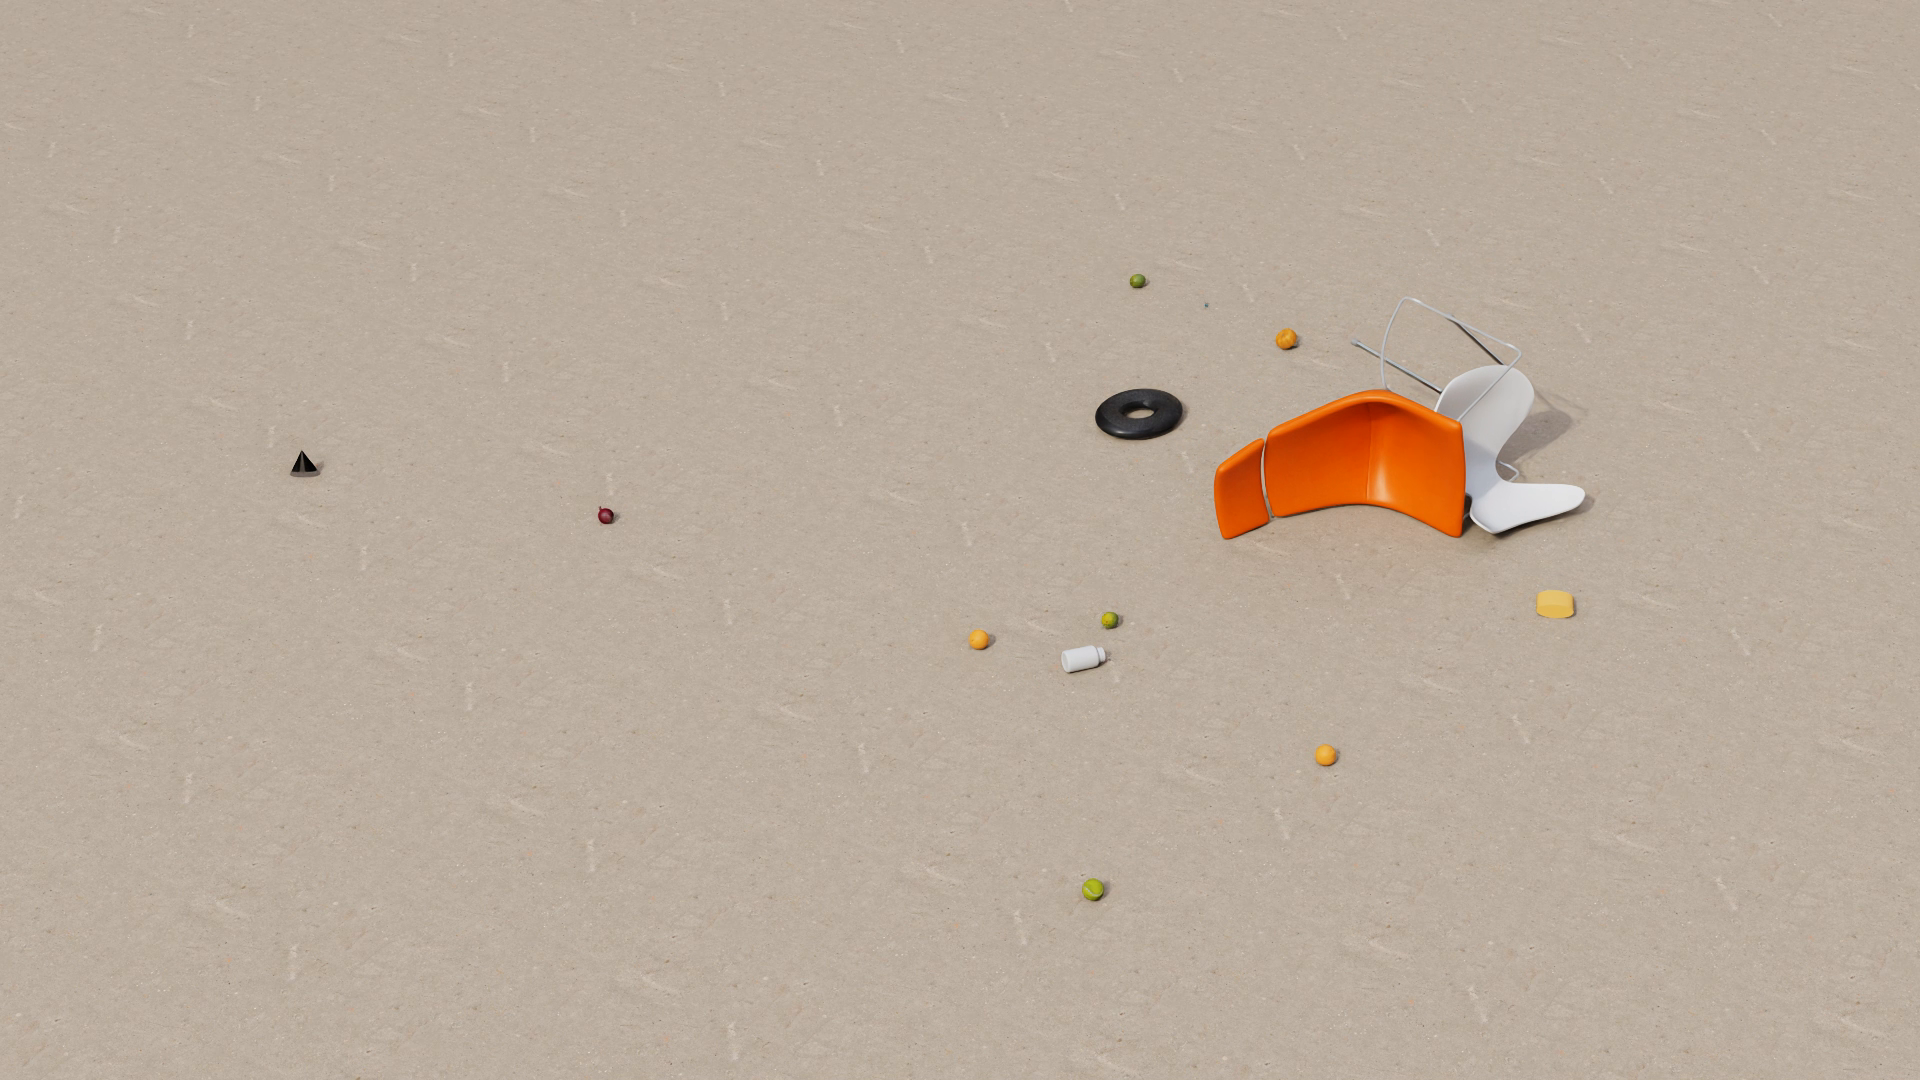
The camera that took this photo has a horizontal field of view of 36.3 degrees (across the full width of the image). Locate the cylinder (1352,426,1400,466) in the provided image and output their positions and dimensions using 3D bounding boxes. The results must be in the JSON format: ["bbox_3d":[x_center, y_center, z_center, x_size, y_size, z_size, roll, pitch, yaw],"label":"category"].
[{"bbox_3d":[1.621,-0.368,11.422,0.138,0.088,0.163,-7,34,-10],"label":"cylinder"}]

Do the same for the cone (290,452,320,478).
[{"bbox_3d":[-2.531,-0.301,11.302,0.121,0.110,0.053,0,33,-1],"label":"cone"}]

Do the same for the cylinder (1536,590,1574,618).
[{"bbox_3d":[2.139,0.230,10.542,0.130,0.058,0.092,3,33,10],"label":"cylinder"}]

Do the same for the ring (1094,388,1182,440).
[{"bbox_3d":[0.711,-0.502,11.649,0.389,0.066,0.314,-28,43,-36],"label":"ring"}]
